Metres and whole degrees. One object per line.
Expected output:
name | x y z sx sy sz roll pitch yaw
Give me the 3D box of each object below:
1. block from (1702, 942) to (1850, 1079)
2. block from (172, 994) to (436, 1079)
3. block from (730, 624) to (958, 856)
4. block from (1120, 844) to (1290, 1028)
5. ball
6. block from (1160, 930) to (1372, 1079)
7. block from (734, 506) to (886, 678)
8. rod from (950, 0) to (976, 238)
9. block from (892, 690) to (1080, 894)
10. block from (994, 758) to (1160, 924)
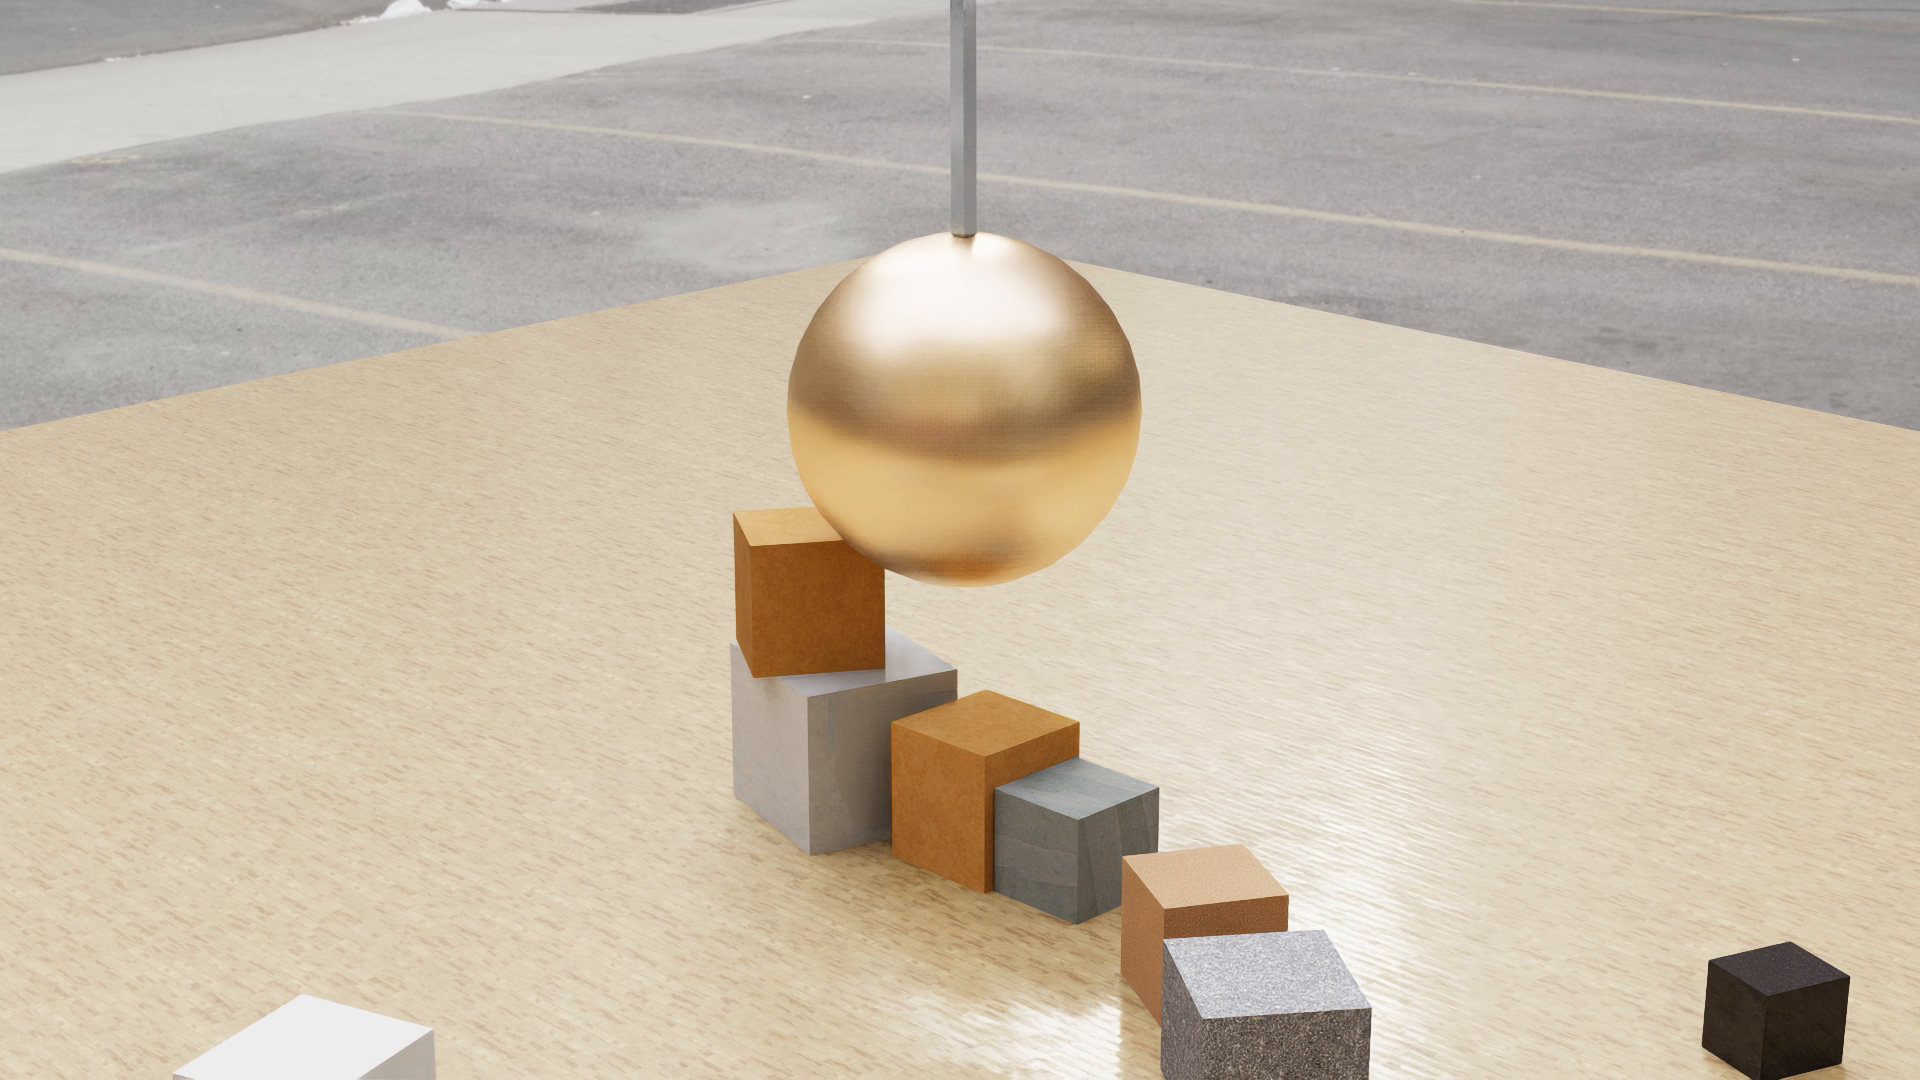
block | 3.256 1.884 11.710 0.413 0.384 0.356 -8 19 -24
block | -2.313 2.125 10.455 0.597 0.677 0.691 9 20 26
block | -0.560 0.927 14.079 0.784 0.789 0.857 -9 20 -27
block | 1.013 1.643 12.225 0.537 0.534 0.544 -5 18 -14
ball | 0.020 -0.585 13.178 1.600 1.600 1.600 0 17 0
block | 1.166 1.922 11.290 0.646 0.563 0.693 -2 18 -8
block | -0.716 0.233 13.893 0.627 0.645 0.564 -4 18 -12
rod | 0.009 -3.825 12.149 0.080 5.200 0.080 17 24 42
block | 0.118 1.153 13.564 0.620 0.666 0.605 -17 24 -42
block | 0.525 1.349 13.217 0.538 0.501 0.511 -17 24 -42
